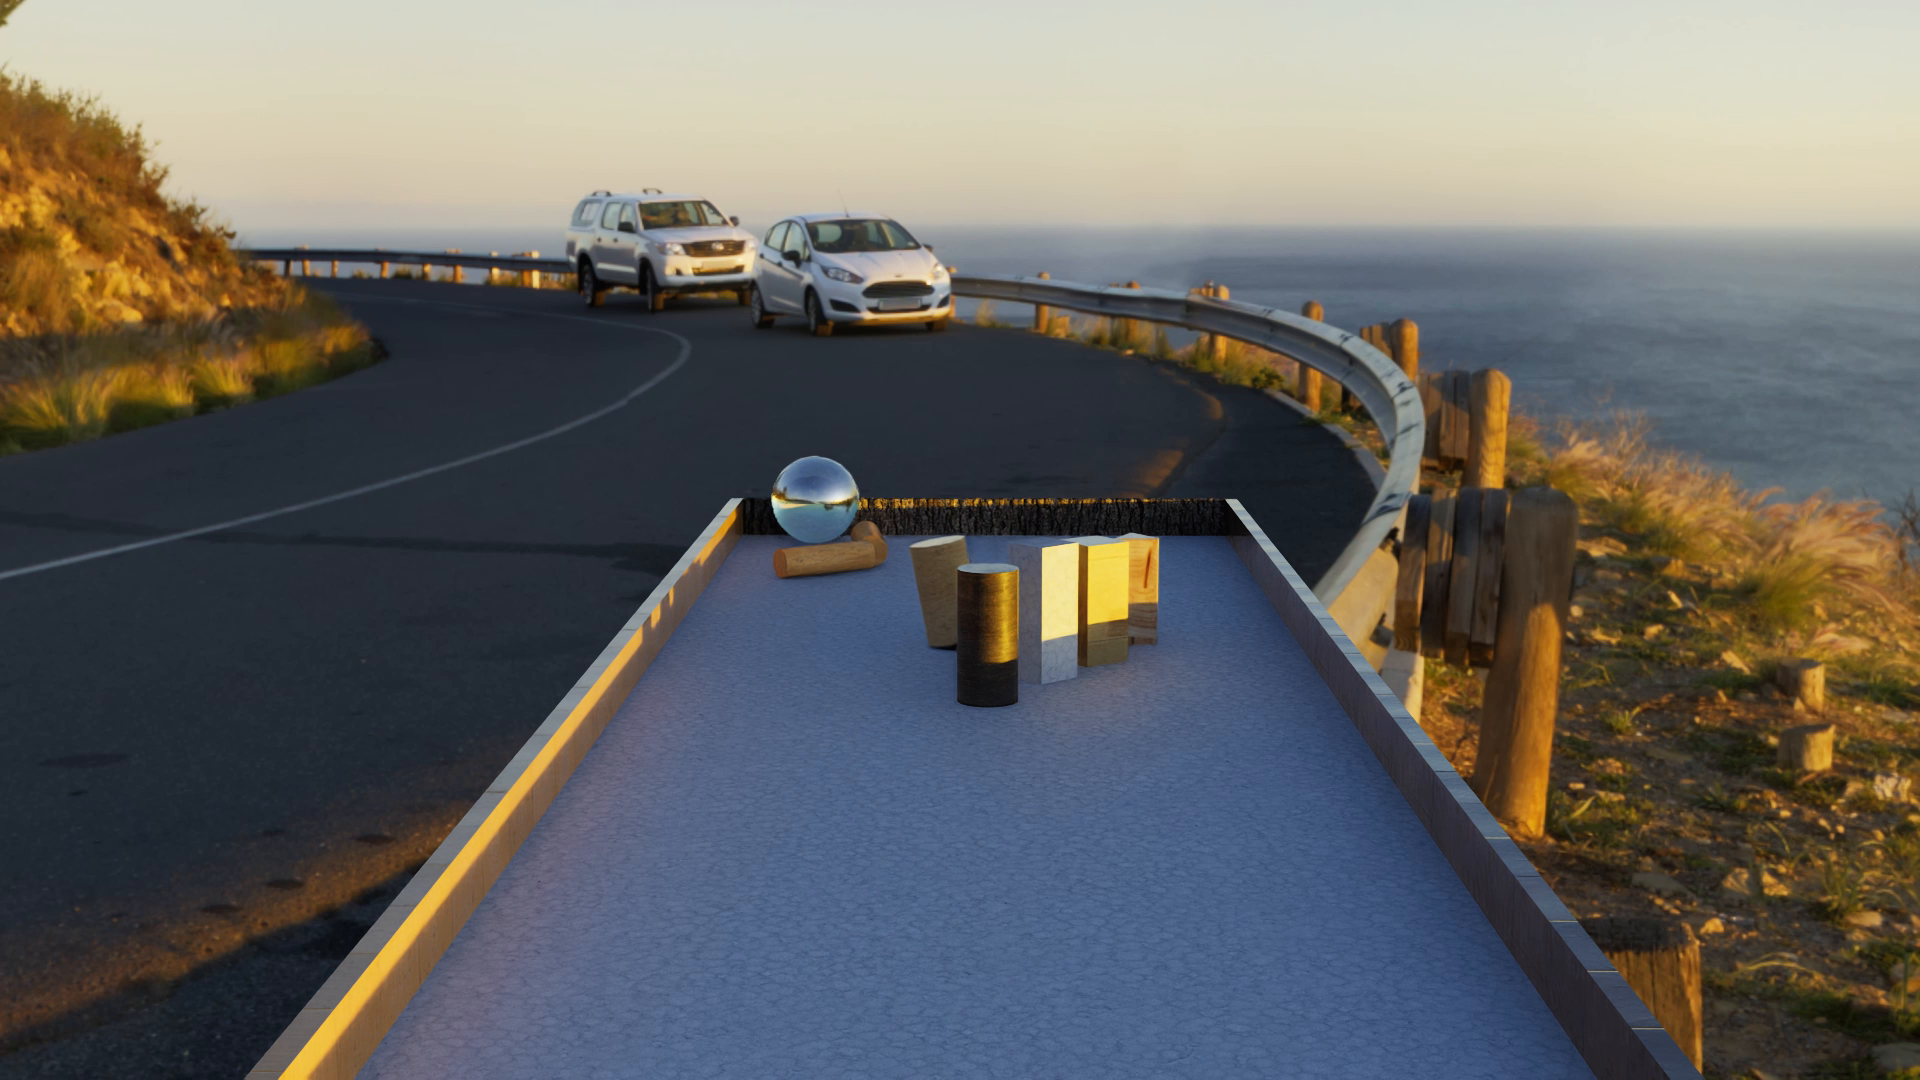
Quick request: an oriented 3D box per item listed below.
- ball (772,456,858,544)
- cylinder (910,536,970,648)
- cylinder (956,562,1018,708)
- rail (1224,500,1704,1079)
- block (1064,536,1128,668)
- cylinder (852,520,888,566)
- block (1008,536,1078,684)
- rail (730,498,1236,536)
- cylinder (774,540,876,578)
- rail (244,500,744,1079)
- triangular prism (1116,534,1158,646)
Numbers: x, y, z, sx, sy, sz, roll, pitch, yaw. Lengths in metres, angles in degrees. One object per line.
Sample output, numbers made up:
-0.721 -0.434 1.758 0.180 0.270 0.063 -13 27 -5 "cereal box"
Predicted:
-0.587 -0.163 8.908 0.354 0.354 0.354 0 9 0 "ball"
-0.042 0.160 6.896 0.175 0.319 0.175 -11 8 1 "cylinder"
0.077 0.264 6.140 0.172 0.377 0.172 0 9 0 "cylinder"
1.046 0.843 3.208 0.050 0.150 12.000 0 9 1 "rail"
0.403 0.184 6.668 0.153 0.369 0.153 -6 11 -33 "block"
-0.354 0.012 8.557 0.119 0.119 0.384 -1 9 -6 "cylinder"
0.241 0.205 6.441 0.147 0.400 0.147 -8 12 -42 "block"
0.099 -0.098 9.147 2.100 0.150 0.050 0 9 1 "rail"
-0.506 0.071 8.216 0.378 0.109 0.109 -6 11 -33 "cylinder"
-1.004 0.839 3.234 0.050 0.150 12.000 0 9 1 "rail"
0.549 0.154 6.952 0.138 0.340 0.119 0 9 -3 "triangular prism"
